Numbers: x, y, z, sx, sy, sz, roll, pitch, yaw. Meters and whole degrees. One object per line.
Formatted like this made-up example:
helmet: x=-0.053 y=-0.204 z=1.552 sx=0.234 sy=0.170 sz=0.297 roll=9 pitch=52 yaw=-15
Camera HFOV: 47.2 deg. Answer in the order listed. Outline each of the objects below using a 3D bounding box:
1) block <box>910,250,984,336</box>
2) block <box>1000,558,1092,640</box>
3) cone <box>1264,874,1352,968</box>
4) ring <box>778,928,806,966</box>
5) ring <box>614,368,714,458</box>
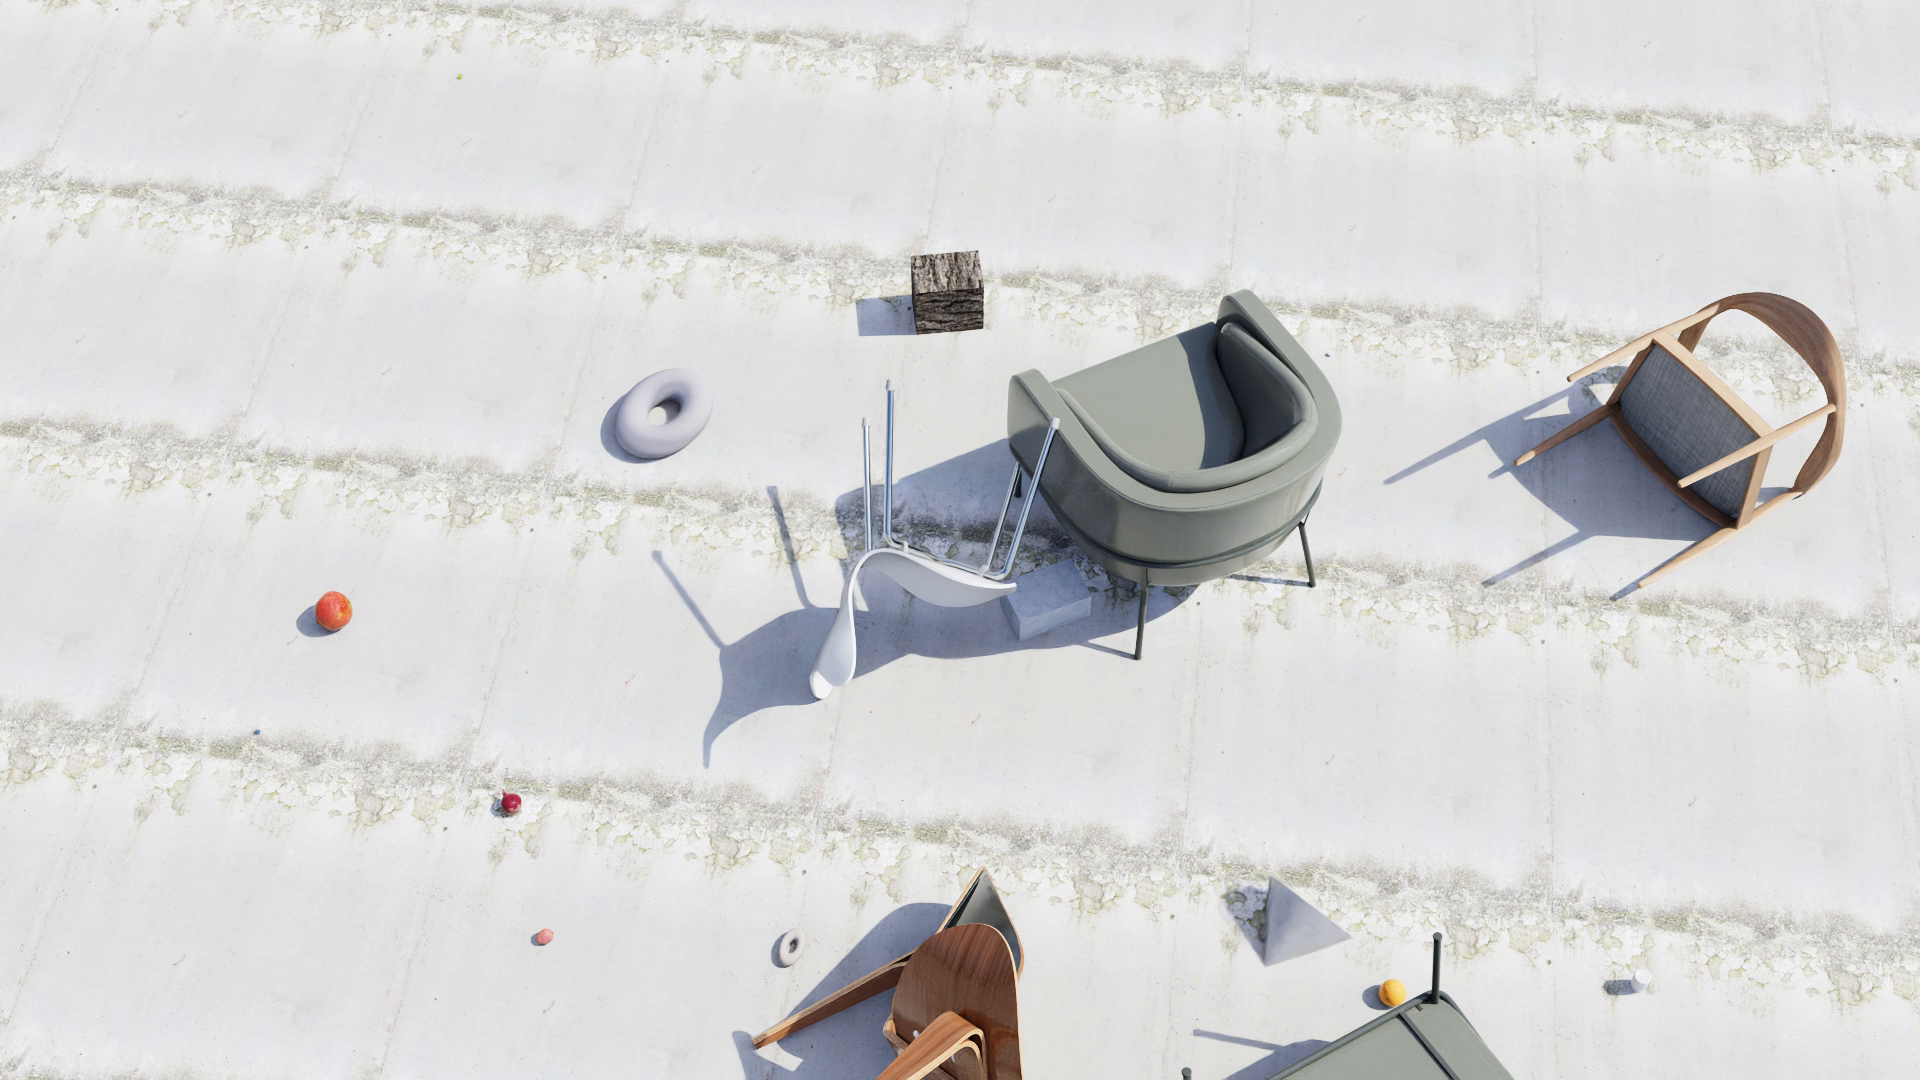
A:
block: x=-0.040 y=-0.784 z=6.977 sx=0.216 sy=0.204 sz=0.155 roll=-5 pitch=56 yaw=-4
block: x=0.248 y=0.173 z=6.395 sx=0.225 sy=0.105 sz=0.144 roll=-20 pitch=58 yaw=-13
cone: x=0.867 y=1.049 z=5.821 sx=0.275 sy=0.175 sz=0.205 roll=37 pitch=87 yaw=16
ring: x=-0.446 y=1.079 z=5.831 sx=0.067 sy=0.032 sz=0.111 roll=17 pitch=59 yaw=9
ring: x=-0.913 y=-0.393 z=6.787 sx=0.272 sy=0.085 sz=0.352 roll=30 pitch=62 yaw=18
